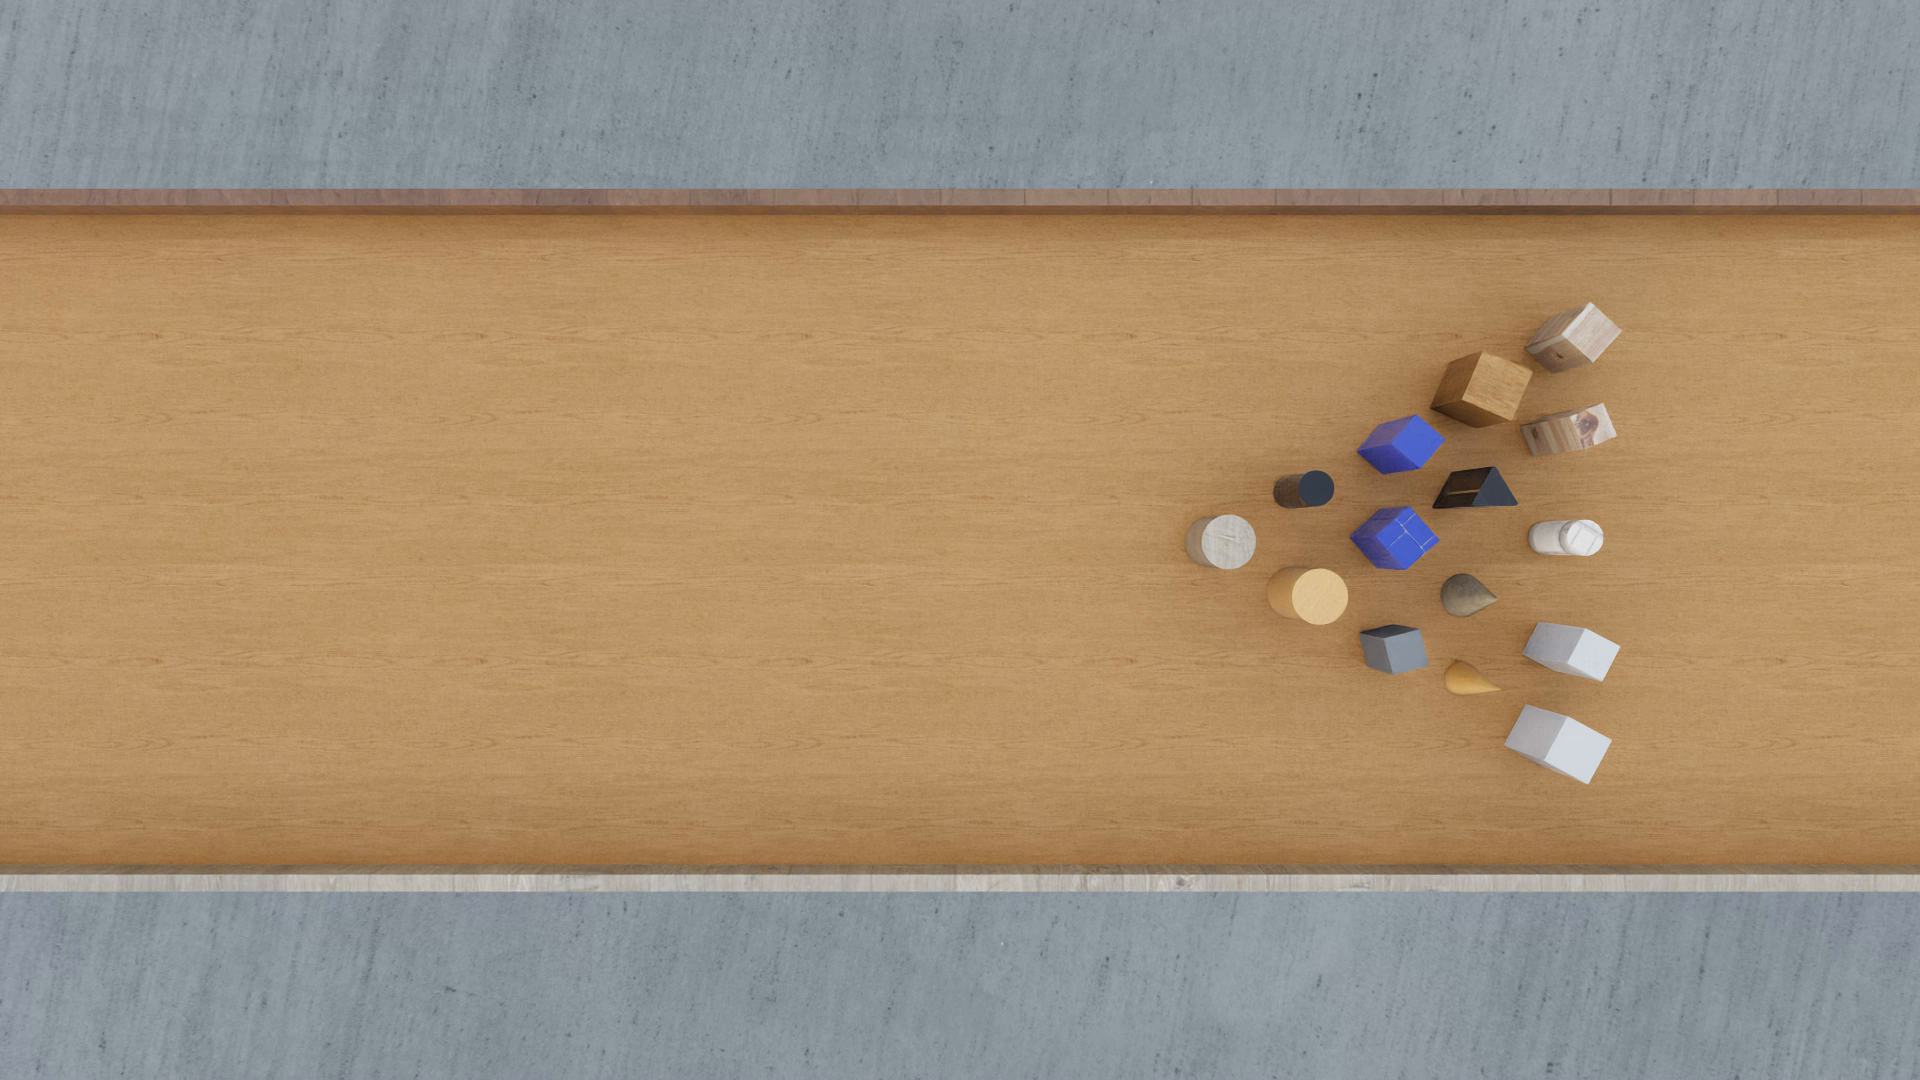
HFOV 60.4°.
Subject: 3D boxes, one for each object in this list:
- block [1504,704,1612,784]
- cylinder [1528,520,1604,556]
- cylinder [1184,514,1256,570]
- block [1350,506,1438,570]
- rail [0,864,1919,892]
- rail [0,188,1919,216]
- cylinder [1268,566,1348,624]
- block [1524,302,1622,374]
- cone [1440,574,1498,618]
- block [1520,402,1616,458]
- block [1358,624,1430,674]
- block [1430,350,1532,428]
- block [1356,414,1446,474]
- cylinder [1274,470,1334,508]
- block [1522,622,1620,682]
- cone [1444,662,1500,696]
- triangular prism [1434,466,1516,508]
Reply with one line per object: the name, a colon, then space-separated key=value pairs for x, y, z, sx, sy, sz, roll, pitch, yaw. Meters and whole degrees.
block: x=1.771 y=0.603 z=4.901 sx=0.144 sy=0.351 sz=0.144 roll=28 pitch=90 yaw=0
cylinder: x=1.800 y=-0.006 z=4.912 sx=0.104 sy=0.329 sz=0.104 roll=0 pitch=90 yaw=0
cylinder: x=0.770 y=0.006 z=4.899 sx=0.156 sy=0.356 sz=0.156 roll=0 pitch=90 yaw=0
block: x=1.289 y=-0.005 z=4.913 sx=0.131 sy=0.327 sz=0.131 roll=-42 pitch=90 yaw=0
rail: x=-2.247 y=1.025 z=5.001 sx=12.000 sy=0.150 sz=0.050 roll=0 pitch=90 yaw=0
rail: x=-2.247 y=-1.025 z=5.002 sx=12.000 sy=0.150 sz=0.050 roll=0 pitch=90 yaw=0
cylinder: x=1.025 y=0.161 z=4.885 sx=0.160 sy=0.384 sz=0.160 roll=0 pitch=90 yaw=0
block: x=1.821 y=-0.599 z=4.916 sx=0.124 sy=0.322 sz=0.124 roll=42 pitch=90 yaw=0
cone: x=1.547 y=0.170 z=4.905 sx=0.135 sy=0.344 sz=0.135 roll=0 pitch=90 yaw=0
block: x=1.790 y=-0.322 z=4.868 sx=0.101 sy=0.417 sz=0.101 roll=-23 pitch=90 yaw=0
block: x=1.293 y=0.324 z=4.926 sx=0.108 sy=0.301 sz=0.108 roll=-14 pitch=90 yaw=0
block: x=1.548 y=-0.446 z=4.913 sx=0.156 sy=0.327 sz=0.156 roll=23 pitch=90 yaw=0
block: x=1.296 y=-0.279 z=4.870 sx=0.109 sy=0.413 sz=0.109 roll=41 pitch=90 yaw=0
cylinder: x=1.015 y=-0.147 z=4.887 sx=0.103 sy=0.380 sz=0.103 roll=0 pitch=90 yaw=0
block: x=1.804 y=0.327 z=4.885 sx=0.112 sy=0.382 sz=0.112 roll=28 pitch=90 yaw=0
cone: x=1.541 y=0.427 z=4.886 sx=0.104 sy=0.381 sz=0.104 roll=0 pitch=90 yaw=0
triangular prism: x=1.517 y=-0.155 z=4.879 sx=0.128 sy=0.395 sz=0.111 roll=-1 pitch=90 yaw=0
